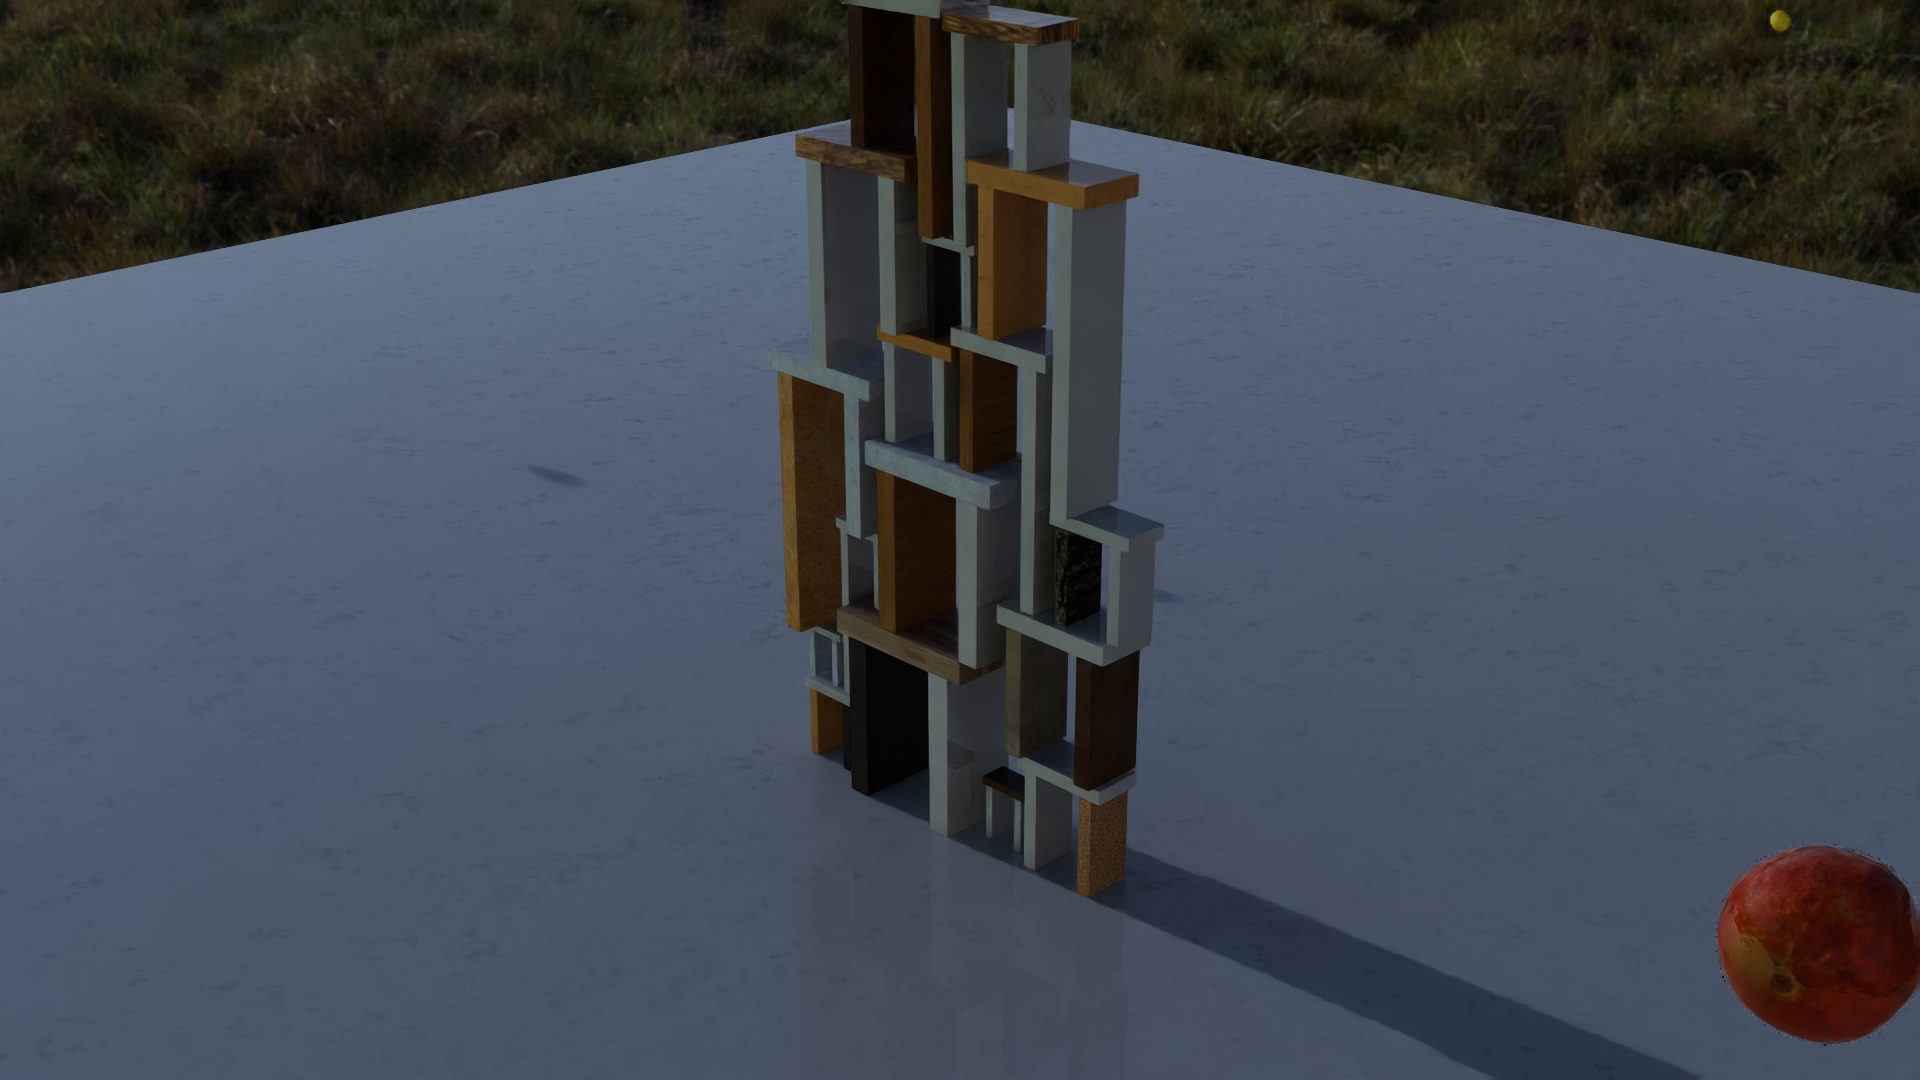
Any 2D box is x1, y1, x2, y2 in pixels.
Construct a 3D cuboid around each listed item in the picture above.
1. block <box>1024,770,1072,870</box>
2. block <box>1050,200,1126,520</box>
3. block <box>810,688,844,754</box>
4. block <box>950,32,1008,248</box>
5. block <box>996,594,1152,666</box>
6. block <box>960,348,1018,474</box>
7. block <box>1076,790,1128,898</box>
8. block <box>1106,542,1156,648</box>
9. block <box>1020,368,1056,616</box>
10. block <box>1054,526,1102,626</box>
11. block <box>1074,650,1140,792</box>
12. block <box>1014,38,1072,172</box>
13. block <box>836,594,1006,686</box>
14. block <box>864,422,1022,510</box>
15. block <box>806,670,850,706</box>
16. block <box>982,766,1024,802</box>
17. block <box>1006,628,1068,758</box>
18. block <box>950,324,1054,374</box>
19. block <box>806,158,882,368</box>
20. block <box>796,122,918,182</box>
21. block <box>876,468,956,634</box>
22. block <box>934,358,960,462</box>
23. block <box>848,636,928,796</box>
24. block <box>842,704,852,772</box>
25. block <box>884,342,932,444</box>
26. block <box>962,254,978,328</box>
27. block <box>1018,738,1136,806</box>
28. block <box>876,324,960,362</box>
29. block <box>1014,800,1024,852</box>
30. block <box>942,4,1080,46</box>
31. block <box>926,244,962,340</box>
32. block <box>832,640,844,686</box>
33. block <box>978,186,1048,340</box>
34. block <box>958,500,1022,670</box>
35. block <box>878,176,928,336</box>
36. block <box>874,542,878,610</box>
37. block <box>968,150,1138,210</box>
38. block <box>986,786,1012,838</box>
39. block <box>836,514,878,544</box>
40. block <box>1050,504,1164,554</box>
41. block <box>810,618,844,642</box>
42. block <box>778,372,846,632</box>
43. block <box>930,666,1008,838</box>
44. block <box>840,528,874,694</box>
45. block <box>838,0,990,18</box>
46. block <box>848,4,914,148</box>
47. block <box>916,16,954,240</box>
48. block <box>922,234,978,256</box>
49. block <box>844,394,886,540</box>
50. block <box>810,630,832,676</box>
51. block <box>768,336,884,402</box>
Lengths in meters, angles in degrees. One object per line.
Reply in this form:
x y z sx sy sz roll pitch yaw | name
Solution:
0.171 0.525 4.255 0.030 0.209 0.104 21 31 41 | block
0.224 -0.320 3.853 0.138 0.567 0.039 -21 31 -41 | block
-0.282 0.374 4.684 0.022 0.153 0.076 21 31 41 | block
0.035 -0.711 3.874 0.031 0.375 0.108 21 31 40 | block
0.208 0.156 4.058 0.265 0.037 0.132 21 31 41 | block
0.053 -0.252 4.058 0.033 0.236 0.118 21 31 41 | block
0.270 0.564 4.165 0.030 0.209 0.104 21 31 41 | block
0.305 0.089 3.926 0.094 0.189 0.027 -21 31 -41 | block
0.164 -0.099 4.003 0.033 0.474 0.118 21 31 41 | block
0.217 0.054 4.009 0.095 0.189 0.027 -21 31 -41 | block
0.271 0.319 4.060 0.037 0.265 0.132 21 31 41 | block
0.141 -0.745 3.751 0.108 0.216 0.031 -21 31 -40 | block
-0.063 0.185 4.370 0.348 0.049 0.174 21 31 41 | block
-0.005 -0.144 4.166 0.167 0.047 0.334 -21 31 -41 | block
-0.246 0.308 4.616 0.153 0.022 0.076 21 31 41 | block
0.105 0.480 4.314 0.115 0.016 0.058 21 31 41 | block
0.146 0.270 4.175 0.037 0.265 0.132 21 31 41 | block
0.108 -0.354 3.955 0.118 0.033 0.236 -21 31 -40 | block
-0.221 -0.543 4.229 0.042 0.403 0.147 21 31 40 | block
-0.152 -0.721 4.078 0.294 0.042 0.147 21 31 40 | block
-0.084 0.001 4.313 0.047 0.334 0.167 21 31 41 | block
-0.004 -0.255 4.114 0.099 0.199 0.028 -21 31 -41 | block
-0.145 0.336 4.523 0.049 0.348 0.174 21 31 41 | block
-0.210 0.402 4.617 0.022 0.153 0.076 21 31 41 | block
-0.098 -0.292 4.200 0.099 0.199 0.028 -21 31 -41 | block
0.036 -0.459 3.984 0.068 0.136 0.019 -22 31 -40 | block
0.220 0.435 4.163 0.209 0.030 0.104 21 31 41 | block
-0.051 -0.378 4.113 0.099 0.028 0.199 -21 31 -40 | block
0.132 0.551 4.315 0.016 0.115 0.058 21 31 41 | block
0.086 -0.878 3.748 0.216 0.031 0.108 20 31 39 | block
-0.029 -0.465 4.051 0.068 0.178 0.019 -22 31 -40 | block
-0.243 0.248 4.595 0.015 0.104 0.052 21 31 41 | block
0.094 -0.505 3.916 0.138 0.275 0.039 -21 31 -40 | block
0.073 0.063 4.168 0.167 0.334 0.047 -21 31 -41 | block
-0.082 -0.539 4.079 0.147 0.294 0.042 -21 31 -40 | block
-0.140 0.063 4.410 0.072 0.144 0.020 -21 31 -41 | block
0.159 -0.625 3.794 0.138 0.039 0.275 -21 31 -41 | block
0.078 0.530 4.365 0.016 0.115 0.058 21 31 41 | block
-0.174 -0.026 4.410 0.072 0.020 0.144 -21 31 -40 | block
0.261 -0.028 3.926 0.095 0.027 0.189 -21 31 -41 | block
-0.267 0.184 4.594 0.104 0.015 0.052 21 31 41 | block
-0.295 -0.092 4.506 0.042 0.562 0.147 21 31 40 | block
0.019 0.400 4.372 0.049 0.348 0.174 21 31 41 | block
-0.208 0.139 4.516 0.072 0.367 0.020 -21 31 -41 | block
-0.083 -0.965 3.898 0.256 0.036 0.128 20 31 39 | block
-0.142 -0.854 4.010 0.036 0.256 0.128 21 31 40 | block
-0.018 -0.745 3.929 0.036 0.394 0.128 21 32 40 | block
0.002 -0.543 3.983 0.068 0.019 0.136 -22 31 -39 | block
-0.157 -0.162 4.328 0.147 0.293 0.042 -21 31 -40 | block
-0.292 0.229 4.640 0.015 0.104 0.052 21 31 41 | block
-0.226 -0.342 4.325 0.293 0.042 0.147 21 31 40 | block
